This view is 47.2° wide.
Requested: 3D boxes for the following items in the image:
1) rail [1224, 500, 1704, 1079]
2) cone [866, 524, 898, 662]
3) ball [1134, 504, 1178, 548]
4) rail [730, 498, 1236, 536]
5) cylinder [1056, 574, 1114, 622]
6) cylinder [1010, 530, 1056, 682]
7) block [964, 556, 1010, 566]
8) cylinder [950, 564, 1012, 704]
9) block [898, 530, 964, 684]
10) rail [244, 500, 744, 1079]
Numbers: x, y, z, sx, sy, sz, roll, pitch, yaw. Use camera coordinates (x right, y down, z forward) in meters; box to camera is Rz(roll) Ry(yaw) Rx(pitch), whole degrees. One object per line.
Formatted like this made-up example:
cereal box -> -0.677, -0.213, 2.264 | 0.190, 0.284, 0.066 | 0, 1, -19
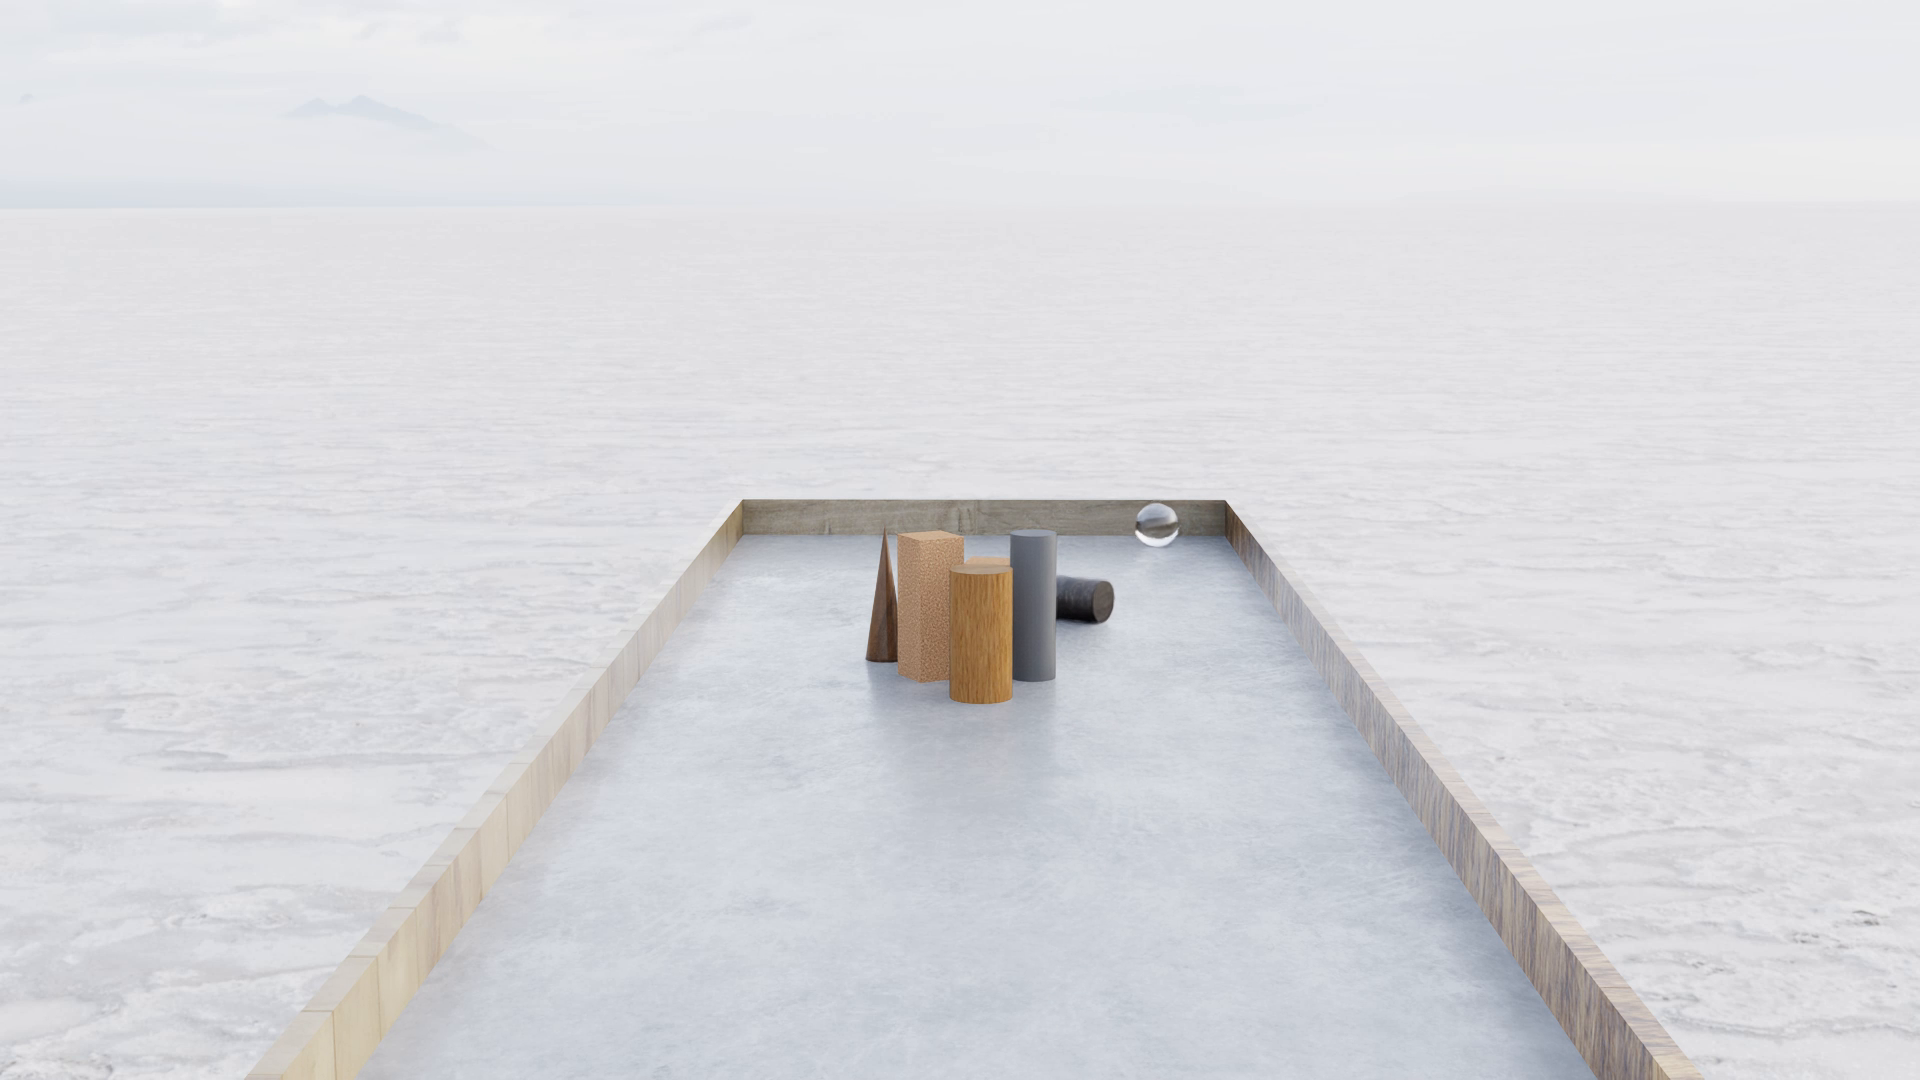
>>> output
rail -> 1.046, 0.843, 3.208 | 0.050, 0.150, 12.000 | 0, 9, 1
cone -> -0.227, 0.156, 6.692 | 0.126, 0.417, 0.126 | 0, 9, 0
ball -> 0.790, -0.060, 8.822 | 0.176, 0.176, 0.176 | 0, 9, 0
rail -> 0.099, -0.098, 9.147 | 2.100, 0.150, 0.050 | 0, 9, 1
cylinder -> 0.345, 0.190, 7.359 | 0.314, 0.141, 0.141 | 6, 11, 34
cylinder -> 0.214, 0.191, 6.435 | 0.136, 0.429, 0.136 | 0, 9, 0
block -> 0.092, 0.214, 6.683 | 0.140, 0.305, 0.140 | 2, 9, 10
cylinder -> 0.059, 0.262, 6.184 | 0.178, 0.367, 0.178 | 0, 9, 0
block -> -0.086, 0.194, 6.450 | 0.144, 0.419, 0.144 | -5, 10, -29
rail -> -1.004, 0.839, 3.234 | 0.050, 0.150, 12.000 | 0, 9, 1
